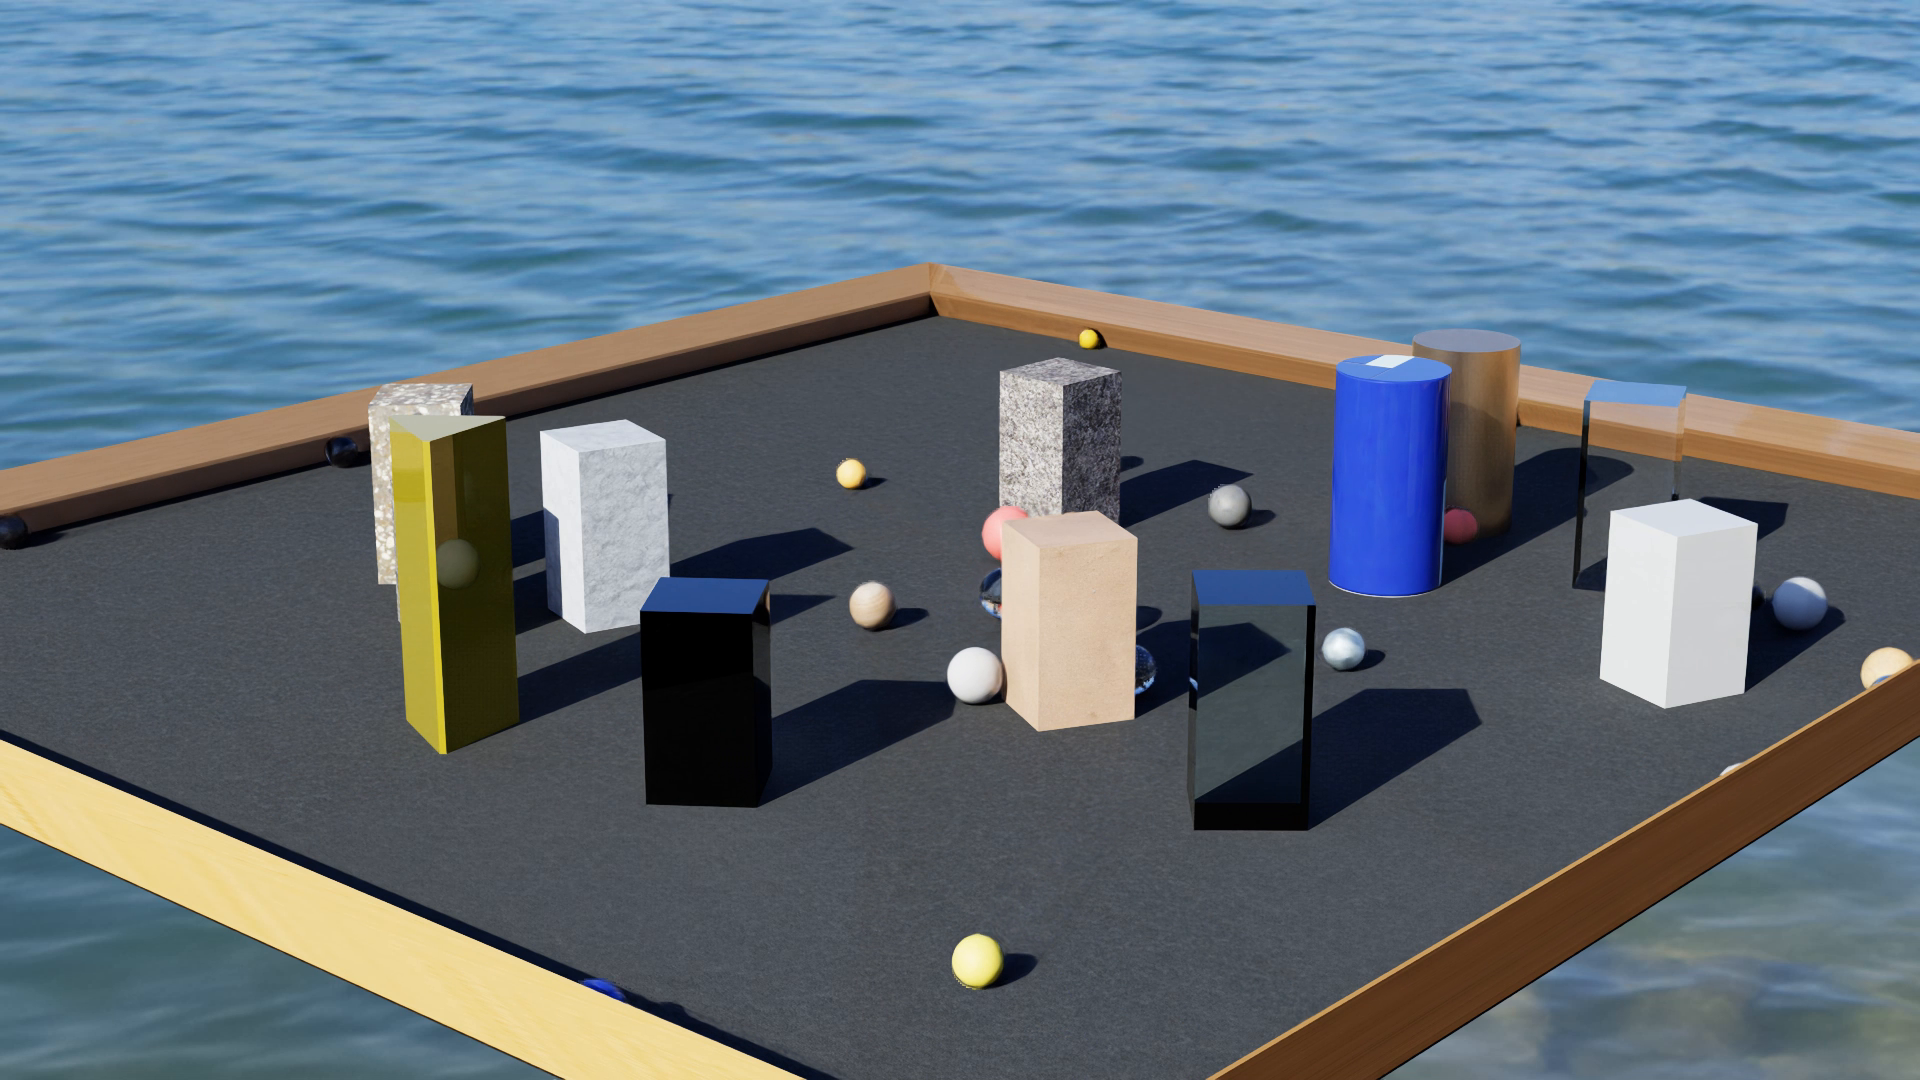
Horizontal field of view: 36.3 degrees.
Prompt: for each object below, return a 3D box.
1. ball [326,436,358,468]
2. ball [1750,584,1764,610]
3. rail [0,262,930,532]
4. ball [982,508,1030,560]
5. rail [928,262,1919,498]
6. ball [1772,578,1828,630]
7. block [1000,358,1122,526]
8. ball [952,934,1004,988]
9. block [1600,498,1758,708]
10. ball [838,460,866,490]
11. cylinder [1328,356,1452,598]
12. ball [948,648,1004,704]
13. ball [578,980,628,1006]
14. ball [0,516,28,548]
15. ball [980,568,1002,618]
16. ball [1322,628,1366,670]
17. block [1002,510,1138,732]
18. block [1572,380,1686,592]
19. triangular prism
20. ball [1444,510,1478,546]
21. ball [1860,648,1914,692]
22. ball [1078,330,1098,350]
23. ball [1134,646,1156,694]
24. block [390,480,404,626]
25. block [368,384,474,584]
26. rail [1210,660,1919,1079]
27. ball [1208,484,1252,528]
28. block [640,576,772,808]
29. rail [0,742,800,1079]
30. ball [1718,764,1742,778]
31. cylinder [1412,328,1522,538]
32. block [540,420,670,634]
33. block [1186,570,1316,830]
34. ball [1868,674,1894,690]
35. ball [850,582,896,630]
[{"bbox_3d":[-1.252,-0.179,5.938,0.065,0.065,0.065,0,17,0],"label":"ball"},{"bbox_3d":[1.361,0.098,5.049,0.046,0.046,0.046,0,17,0],"label":"ball"},{"bbox_3d":[-1.165,-0.259,6.088,0.045,0.129,3.369,14,22,39],"label":"rail"},{"bbox_3d":[0.090,-0.009,5.315,0.099,0.099,0.099,0,17,0],"label":"ball"},{"bbox_3d":[1.089,-0.329,6.321,3.133,0.129,0.045,14,22,39],"label":"rail"},{"bbox_3d":[1.415,0.108,4.940,0.090,0.090,0.090,0,17,0],"label":"ball"},{"bbox_3d":[0.187,-0.165,5.469,0.159,0.308,0.159,16,23,43],"label":"block"},{"bbox_3d":[0.023,0.519,3.619,0.065,0.065,0.065,0,17,0],"label":"ball"},{"bbox_3d":[1.136,0.099,4.643,0.159,0.280,0.159,-8,19,-25],"label":"block"},{"bbox_3d":[-0.213,-0.129,5.783,0.058,0.058,0.058,0,17,0],"label":"ball"},{"bbox_3d":[0.756,-0.114,5.161,0.199,0.387,0.199,0,17,0],"label":"cylinder"},{"bbox_3d":[0.024,0.212,4.595,0.089,0.089,0.089,0,17,0],"label":"ball"},{"bbox_3d":[-0.431,0.559,3.453,0.083,0.083,0.083,0,17,0],"label":"ball"},{"bbox_3d":[-1.749,-0.015,5.398,0.062,0.062,0.062,0,17,0],"label":"ball"},{"bbox_3d":[0.077,0.091,5.003,0.087,0.087,0.087,0,17,0],"label":"ball"},{"bbox_3d":[0.621,0.177,4.749,0.069,0.069,0.069,0,17,0],"label":"ball"},{"bbox_3d":[0.167,0.123,4.539,0.159,0.292,0.159,-6,18,-19],"label":"block"},{"bbox_3d":[1.180,-0.092,5.169,0.159,0.342,0.159,6,18,18],"label":"block"},{"bbox_3d":[-0.791,0.056,4.429,0.149,0.484,0.172,11,20,31],"label":"triangular prism"},{"bbox_3d":[0.922,-0.023,5.414,0.068,0.068,0.068,0,17,0],"label":"ball"},{"bbox_3d":[1.459,0.212,4.603,0.087,0.087,0.087,0,17,0],"label":"ball"},{"bbox_3d":[0.306,-0.475,6.950,0.048,0.048,0.048,0,17,0],"label":"ball"},{"bbox_3d":[0.270,0.205,4.635,0.080,0.080,0.080,0,17,0],"label":"ball"},{"bbox_3d":[-0.853,0.030,4.924,0.159,0.249,0.159,-7,18,-22],"label":"block"},{"bbox_3d":[-0.952,-0.101,5.227,0.159,0.326,0.159,0,17,-1],"label":"block"},{"bbox_3d":[1.165,0.324,4.151,0.045,0.129,3.369,14,22,39],"label":"rail"},{"bbox_3d":[0.510,-0.063,5.522,0.082,0.082,0.082,0,17,0],"label":"ball"},{"bbox_3d":[-0.363,0.218,4.225,0.159,0.292,0.159,1,17,5],"label":"block"},{"bbox_3d":[-1.089,0.394,3.919,3.133,0.129,0.045,14,22,39],"label":"rail"},{"bbox_3d":[1.112,0.351,4.183,0.062,0.062,0.062,0,17,0],"label":"ball"},{"bbox_3d":[0.943,-0.201,5.504,0.199,0.356,0.199,0,17,0],"label":"cylinder"},{"bbox_3d":[-0.603,-0.025,4.993,0.159,0.315,0.159,-10,19,-29],"label":"block"},{"bbox_3d":[0.408,0.225,4.133,0.159,0.332,0.159,0,17,1],"label":"block"},{"bbox_3d":[1.439,0.242,4.530,0.070,0.070,0.070,0,17,0],"label":"ball"},{"bbox_3d":[-0.147,0.111,4.948,0.079,0.079,0.079,0,17,0],"label":"ball"}]
